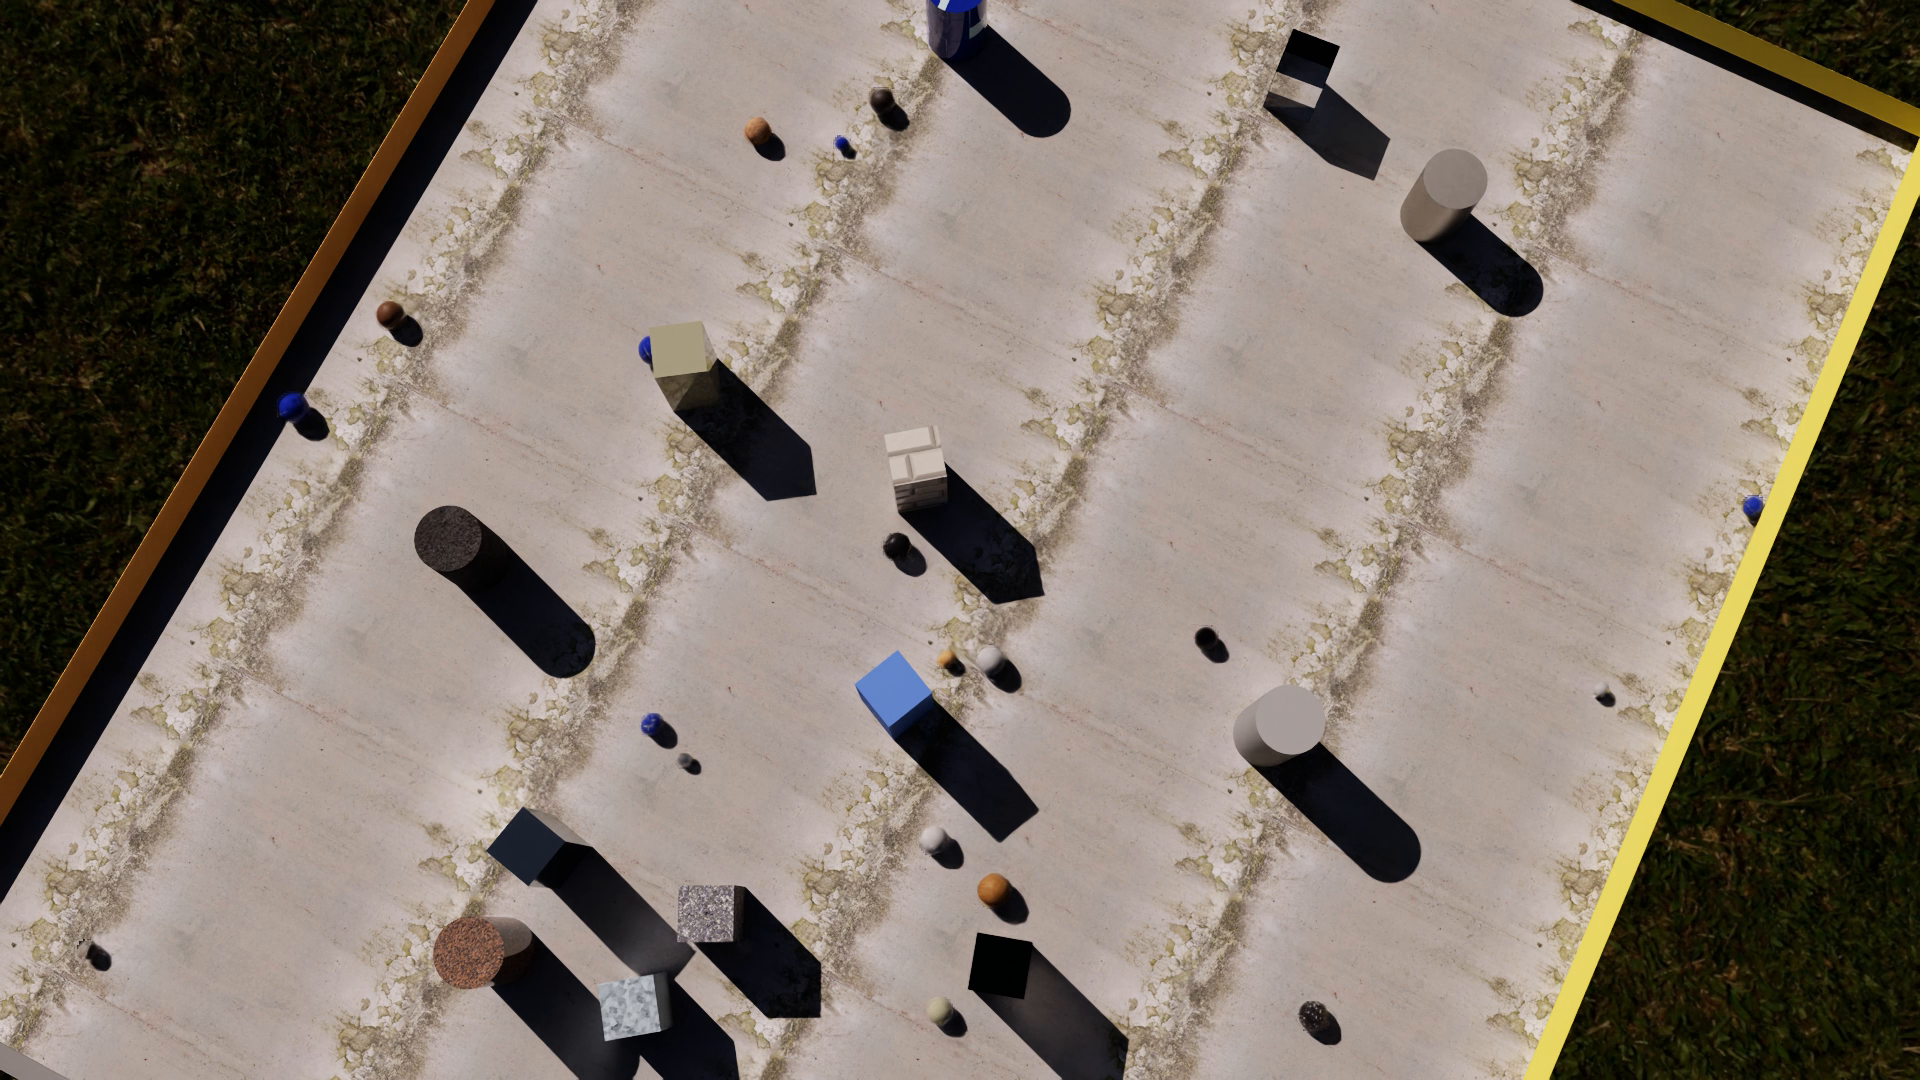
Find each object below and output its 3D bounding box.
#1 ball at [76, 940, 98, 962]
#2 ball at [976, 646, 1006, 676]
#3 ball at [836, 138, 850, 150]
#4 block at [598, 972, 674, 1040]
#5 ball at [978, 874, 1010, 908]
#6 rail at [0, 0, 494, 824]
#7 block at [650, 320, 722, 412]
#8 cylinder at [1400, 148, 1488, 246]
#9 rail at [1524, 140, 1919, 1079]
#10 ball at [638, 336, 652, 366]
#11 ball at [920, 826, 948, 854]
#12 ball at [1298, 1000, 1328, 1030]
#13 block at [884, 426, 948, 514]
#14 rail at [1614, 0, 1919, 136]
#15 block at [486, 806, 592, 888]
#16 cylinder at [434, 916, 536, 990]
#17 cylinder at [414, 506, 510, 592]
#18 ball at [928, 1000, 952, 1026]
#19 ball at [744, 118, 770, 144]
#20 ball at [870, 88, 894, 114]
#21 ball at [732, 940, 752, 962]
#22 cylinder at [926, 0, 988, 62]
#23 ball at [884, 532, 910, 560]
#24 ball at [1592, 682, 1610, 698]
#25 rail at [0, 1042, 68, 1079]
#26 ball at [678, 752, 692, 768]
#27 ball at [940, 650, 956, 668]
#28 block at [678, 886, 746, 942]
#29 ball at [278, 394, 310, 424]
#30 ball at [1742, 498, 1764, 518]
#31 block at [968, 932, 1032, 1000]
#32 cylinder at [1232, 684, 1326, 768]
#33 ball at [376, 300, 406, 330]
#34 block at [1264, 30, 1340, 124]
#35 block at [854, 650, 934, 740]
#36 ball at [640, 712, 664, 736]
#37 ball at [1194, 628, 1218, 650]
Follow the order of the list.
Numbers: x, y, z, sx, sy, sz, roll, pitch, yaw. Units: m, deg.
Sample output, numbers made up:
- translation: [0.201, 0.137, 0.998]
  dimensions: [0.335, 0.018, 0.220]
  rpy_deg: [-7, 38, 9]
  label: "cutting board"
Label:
- translation: [-2.541, 1.197, 5.339]
  dimensions: [0.059, 0.059, 0.059]
  rpy_deg: [0, 78, 0]
  label: "ball"
- translation: [0.094, 0.363, 5.496]
  dimensions: [0.088, 0.088, 0.088]
  rpy_deg: [0, 78, 0]
  label: "ball"
- translation: [-0.376, -1.265, 5.857]
  dimensions: [0.043, 0.043, 0.043]
  rpy_deg: [0, 78, 0]
  label: "ball"
- translation: [-0.920, 1.325, 5.216]
  dimensions: [0.156, 0.247, 0.156]
  rpy_deg: [-10, 78, -2]
  label: "block"
- translation: [0.100, 1.024, 5.355]
  dimensions: [0.097, 0.097, 0.097]
  rpy_deg: [0, 78, 0]
  label: "ball"
- translation: [-1.934, -0.940, 5.746]
  dimensions: [0.045, 0.126, 5.170]
  rpy_deg: [26, 80, 5]
  label: "rail"
- translation: [-0.825, -0.521, 5.539]
  dimensions: [0.156, 0.362, 0.156]
  rpy_deg: [-8, 78, -2]
  label: "block"
- translation: [1.497, -1.060, 5.682]
  dimensions: [0.194, 0.302, 0.194]
  rpy_deg: [0, 78, 0]
  label: "cylinder"
- translation: [1.934, 0.953, 5.354]
  dimensions: [0.045, 0.126, 5.170]
  rpy_deg: [26, 80, 5]
  label: "rail"
- translation: [-0.951, -0.589, 5.690]
  dimensions: [0.096, 0.096, 0.096]
  rpy_deg: [0, 78, 0]
  label: "ball"
- translation: [-0.075, 0.883, 5.391]
  dimensions: [0.084, 0.084, 0.084]
  rpy_deg: [0, 78, 0]
  label: "ball"
- translation: [1.020, 1.373, 5.289]
  dimensions: [0.086, 0.086, 0.086]
  rpy_deg: [0, 78, 0]
  label: "ball"
- translation: [-0.129, -0.207, 5.475]
  dimensions: [0.156, 0.361, 0.156]
  rpy_deg: [-11, 79, -2]
  label: "block"
- translation: [1.145, -2.237, 6.014]
  dimensions: [4.371, 0.126, 0.045]
  rpy_deg: [26, 80, 5]
  label: "rail"
- translation: [-1.197, 0.883, 5.237]
  dimensions: [0.156, 0.385, 0.156]
  rpy_deg: [38, 81, 7]
  label: "block"
- translation: [-1.338, 1.163, 5.179]
  dimensions: [0.194, 0.385, 0.194]
  rpy_deg: [0, 78, 0]
  label: "cylinder"
- translation: [-1.475, 0.029, 5.439]
  dimensions: [0.194, 0.335, 0.194]
  rpy_deg: [0, 78, 0]
  label: "cylinder"
- translation: [-0.057, 1.365, 5.297]
  dimensions: [0.074, 0.074, 0.074]
  rpy_deg: [0, 78, 0]
  label: "ball"
- translation: [-0.645, -1.305, 5.843]
  dimensions: [0.085, 0.085, 0.085]
  rpy_deg: [0, 78, 0]
  label: "ball"
- translation: [-0.249, -1.403, 5.865]
  dimensions: [0.081, 0.081, 0.081]
  rpy_deg: [0, 78, 0]
  label: "ball"
- translation: [-0.633, 1.198, 5.338]
  dimensions: [0.059, 0.059, 0.059]
  rpy_deg: [0, 78, 0]
  label: "ball"
- translation: [-0.011, -1.676, 5.794]
  dimensions: [0.194, 0.332, 0.194]
  rpy_deg: [0, 78, 0]
  label: "cylinder"
- translation: [-0.191, 0.018, 5.570]
  dimensions: [0.085, 0.085, 0.085]
  rpy_deg: [0, 78, 0]
  label: "ball"
- translation: [1.924, 0.449, 5.498]
  dimensions: [0.050, 0.050, 0.050]
  rpy_deg: [0, 78, 0]
  label: "ball"
- translation: [-1.145, 2.250, 5.085]
  dimensions: [4.371, 0.126, 0.045]
  rpy_deg: [26, 80, 5]
  label: "rail"
- translation: [-0.819, 0.655, 5.459]
  dimensions: [0.044, 0.044, 0.044]
  rpy_deg: [0, 78, 0]
  label: "ball"
- translation: [-0.037, 0.358, 5.516]
  dimensions: [0.051, 0.051, 0.051]
  rpy_deg: [0, 78, 0]
  label: "ball"
- translation: [-0.710, 1.071, 5.253]
  dimensions: [0.156, 0.277, 0.156]
  rpy_deg: [0, 78, 0]
  label: "block"
- translation: [-2.055, -0.406, 5.654]
  dimensions: [0.091, 0.091, 0.091]
  rpy_deg: [0, 78, 0]
  label: "ball"
- translation: [2.428, -0.098, 5.604]
  dimensions: [0.064, 0.064, 0.064]
  rpy_deg: [0, 78, 0]
  label: "ball"
- translation: [0.111, 1.201, 5.187]
  dimensions: [0.156, 0.354, 0.156]
  rpy_deg: [9, 78, 2]
  label: "block"
- translation: [0.915, 0.540, 5.285]
  dimensions: [0.194, 0.431, 0.194]
  rpy_deg: [0, 78, 0]
  label: "cylinder"
- translation: [-1.776, -0.702, 5.717]
  dimensions: [0.088, 0.088, 0.088]
  rpy_deg: [0, 78, 0]
  label: "ball"
- translation: [1.077, -1.464, 5.793]
  dimensions: [0.156, 0.249, 0.156]
  rpy_deg: [22, 79, 4]
  label: "block"
- translation: [-0.187, 0.455, 5.326]
  dimensions: [0.156, 0.384, 0.156]
  rpy_deg: [-38, 81, -7]
  label: "block"
- translation: [-0.918, 0.550, 5.467]
  dimensions: [0.069, 0.069, 0.069]
  rpy_deg: [0, 78, 0]
  label: "ball"
- translation: [0.741, 0.297, 5.519]
  dimensions: [0.070, 0.070, 0.070]
  rpy_deg: [0, 78, 0]
  label: "ball"
